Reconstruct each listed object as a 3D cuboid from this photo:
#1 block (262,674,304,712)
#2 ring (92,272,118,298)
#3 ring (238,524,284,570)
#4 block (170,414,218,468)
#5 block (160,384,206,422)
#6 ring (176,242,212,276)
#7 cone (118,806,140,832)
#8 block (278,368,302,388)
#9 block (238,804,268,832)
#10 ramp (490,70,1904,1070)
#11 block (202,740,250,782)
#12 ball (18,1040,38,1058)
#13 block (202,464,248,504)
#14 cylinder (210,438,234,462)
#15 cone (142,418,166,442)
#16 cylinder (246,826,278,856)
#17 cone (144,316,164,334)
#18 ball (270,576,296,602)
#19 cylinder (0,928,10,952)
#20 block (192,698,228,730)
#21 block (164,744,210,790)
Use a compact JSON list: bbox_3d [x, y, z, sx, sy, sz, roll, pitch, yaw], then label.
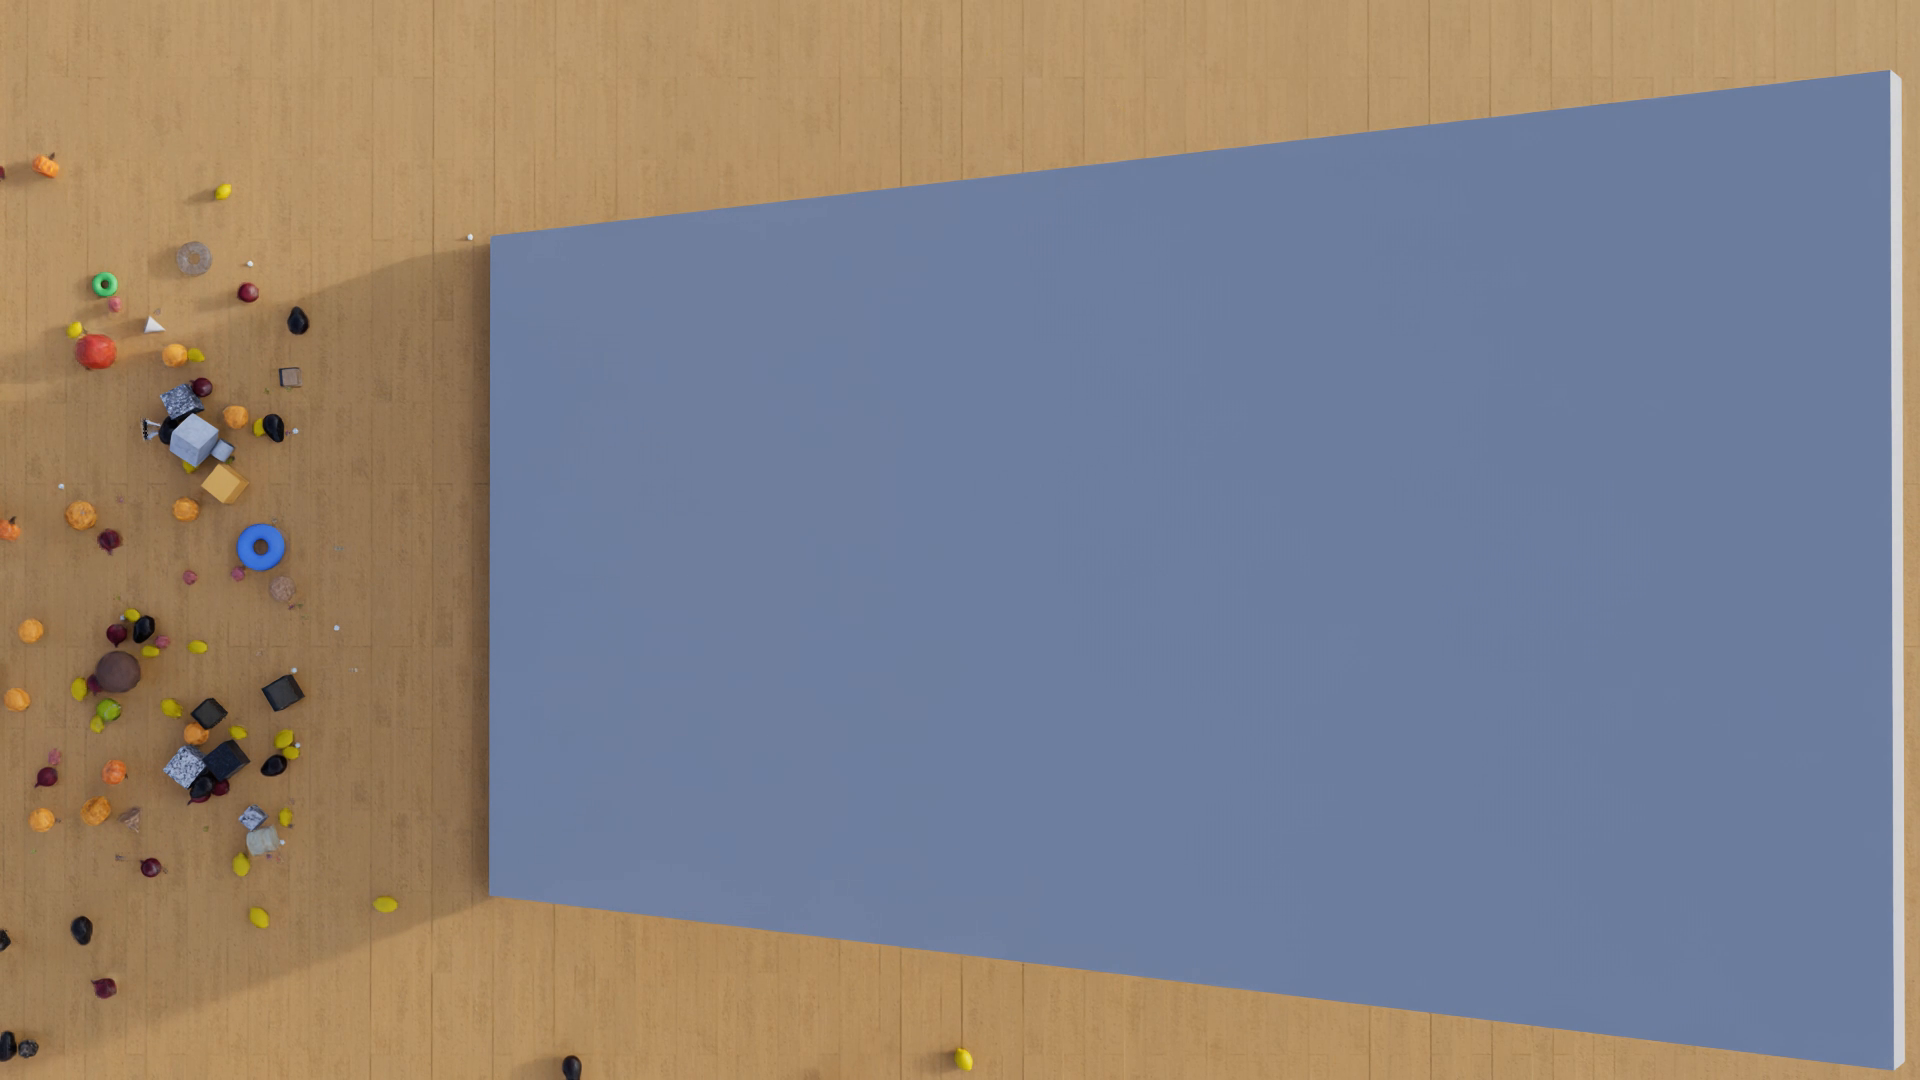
[{"bbox_3d":[-2.064,0.467,6.709,0.080,0.080,0.080,-31,90,0],"label":"block"},{"bbox_3d":[-2.623,-0.783,6.746,0.077,0.026,0.077,0,89,1],"label":"ring"},{"bbox_3d":[-2.139,0.022,6.729,0.146,0.049,0.146,0,88,1],"label":"ring"},{"bbox_3d":[-2.329,-0.303,6.687,0.096,0.096,0.096,33,49,0],"label":"block"},{"bbox_3d":[-2.374,-0.420,6.715,0.082,0.082,0.082,-27,90,0],"label":"block"},{"bbox_3d":[-2.348,-0.862,6.742,0.109,0.036,0.109,0,90,1],"label":"ring"},{"bbox_3d":[-2.528,0.868,6.729,0.072,0.072,0.072,-19,116,0],"label":"cone"},{"bbox_3d":[-2.048,-0.498,6.730,0.053,0.053,0.053,-5,90,0],"label":"block"},{"bbox_3d":[-2.158,0.849,6.718,0.055,0.055,0.055,42,90,0],"label":"block"},{"bbox_3d":[0.247,0.068,5.573,4.000,0.100,2.000,0,89,35],"label":"ramp"},{"bbox_3d":[-2.236,0.672,6.704,0.086,0.086,0.086,-39,90,0],"label":"block"},{"bbox_3d":[-2.844,1.552,6.713,0.055,0.055,0.055,0,90,0],"label":"ball"},{"bbox_3d":[-2.242,-0.171,6.712,0.085,0.085,0.085,39,90,0],"label":"block"},{"bbox_3d":[-2.257,-0.275,6.728,0.053,0.053,0.053,36,90,0],"label":"cylinder"},{"bbox_3d":[-2.465,-0.340,6.739,0.073,0.073,0.073,-7,89,-27],"label":"cone"},{"bbox_3d":[-2.127,0.919,6.709,0.072,0.072,0.072,-16,90,0],"label":"cylinder"},{"bbox_3d":[-2.466,-0.652,6.745,0.059,0.059,0.059,18,90,-26],"label":"cone"},{"bbox_3d":[-2.067,0.148,6.712,0.079,0.079,0.079,0,90,0],"label":"ball"},{"bbox_3d":[-2.957,1.232,6.702,0.081,0.081,0.081,-43,90,0],"label":"cylinder"},{"bbox_3d":[-2.292,0.530,6.715,0.066,0.066,0.066,-44,90,0],"label":"block"},{"bbox_3d":[-2.348,0.690,6.701,0.093,0.093,0.093,39,90,0],"label":"block"}]
